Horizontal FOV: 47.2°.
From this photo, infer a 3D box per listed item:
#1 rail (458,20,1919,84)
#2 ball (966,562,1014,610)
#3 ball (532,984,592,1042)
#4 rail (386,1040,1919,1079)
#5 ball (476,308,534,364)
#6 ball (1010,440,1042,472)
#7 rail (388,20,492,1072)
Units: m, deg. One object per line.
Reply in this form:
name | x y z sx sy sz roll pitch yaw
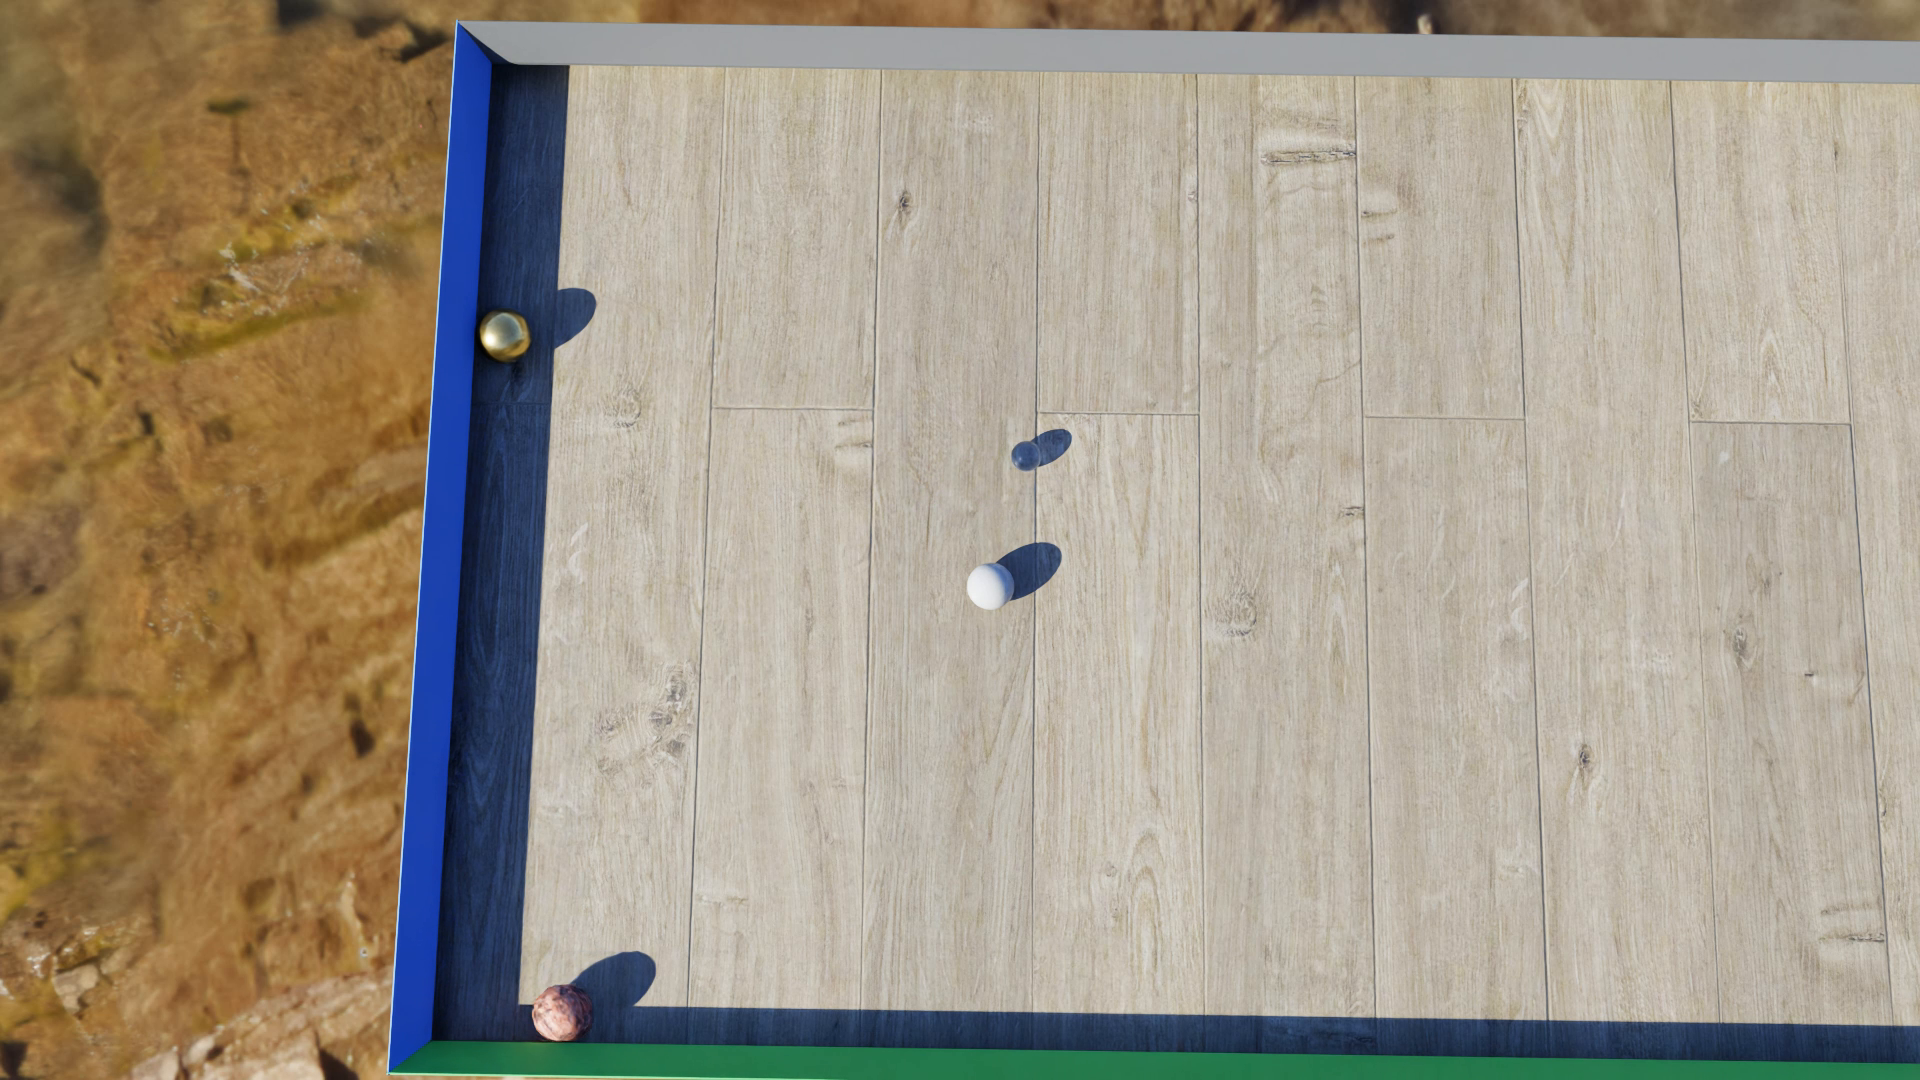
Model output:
rail | 0.800 -0.743 3.432 3.154 0.112 0.045 1 78 0
ball | 0.046 0.069 3.287 0.071 0.071 0.071 0 78 0
ball | -0.570 0.679 3.155 0.084 0.084 0.084 0 78 0
rail | 0.777 0.758 3.123 3.154 0.112 0.045 1 78 0
ball | -0.696 -0.312 3.358 0.086 0.086 0.086 0 78 0
ball | 0.101 -0.127 3.340 0.047 0.047 0.047 0 78 0
rail | -0.765 -0.016 3.283 0.045 0.112 1.580 1 78 0
